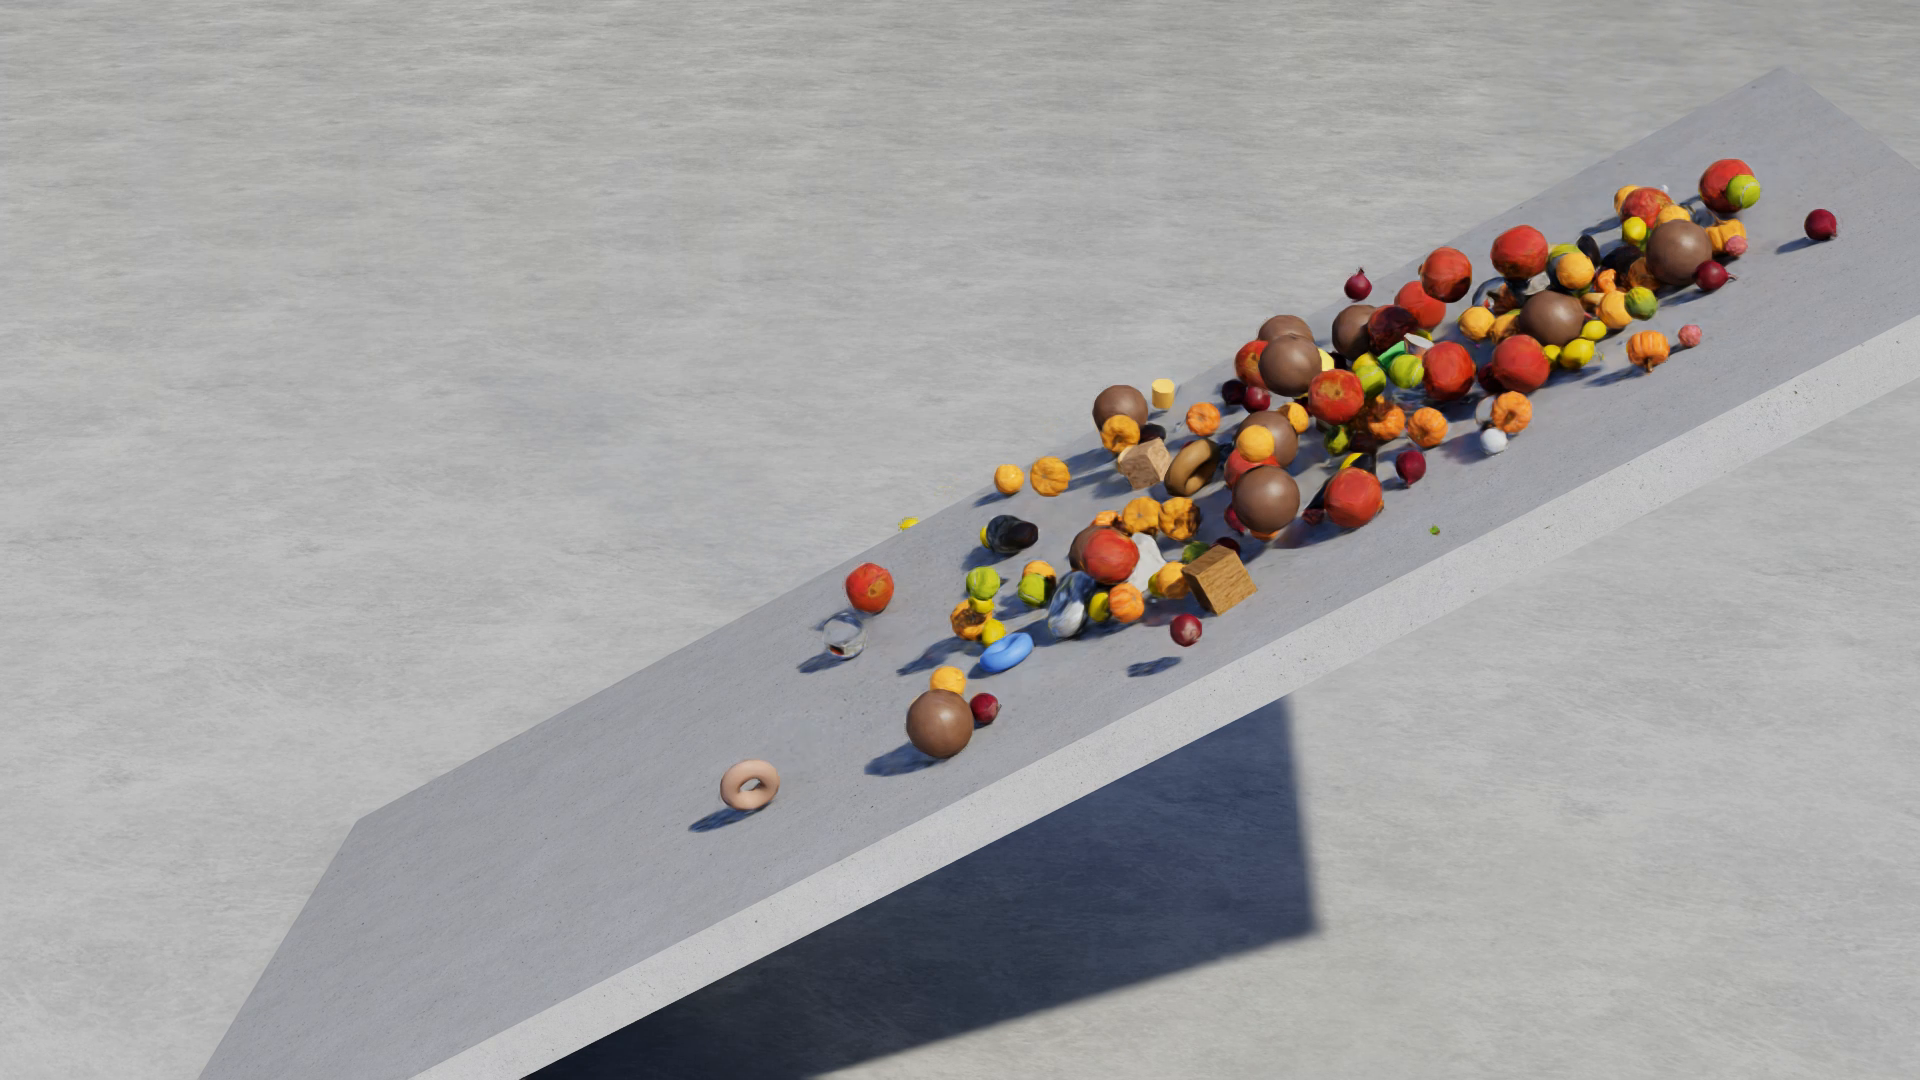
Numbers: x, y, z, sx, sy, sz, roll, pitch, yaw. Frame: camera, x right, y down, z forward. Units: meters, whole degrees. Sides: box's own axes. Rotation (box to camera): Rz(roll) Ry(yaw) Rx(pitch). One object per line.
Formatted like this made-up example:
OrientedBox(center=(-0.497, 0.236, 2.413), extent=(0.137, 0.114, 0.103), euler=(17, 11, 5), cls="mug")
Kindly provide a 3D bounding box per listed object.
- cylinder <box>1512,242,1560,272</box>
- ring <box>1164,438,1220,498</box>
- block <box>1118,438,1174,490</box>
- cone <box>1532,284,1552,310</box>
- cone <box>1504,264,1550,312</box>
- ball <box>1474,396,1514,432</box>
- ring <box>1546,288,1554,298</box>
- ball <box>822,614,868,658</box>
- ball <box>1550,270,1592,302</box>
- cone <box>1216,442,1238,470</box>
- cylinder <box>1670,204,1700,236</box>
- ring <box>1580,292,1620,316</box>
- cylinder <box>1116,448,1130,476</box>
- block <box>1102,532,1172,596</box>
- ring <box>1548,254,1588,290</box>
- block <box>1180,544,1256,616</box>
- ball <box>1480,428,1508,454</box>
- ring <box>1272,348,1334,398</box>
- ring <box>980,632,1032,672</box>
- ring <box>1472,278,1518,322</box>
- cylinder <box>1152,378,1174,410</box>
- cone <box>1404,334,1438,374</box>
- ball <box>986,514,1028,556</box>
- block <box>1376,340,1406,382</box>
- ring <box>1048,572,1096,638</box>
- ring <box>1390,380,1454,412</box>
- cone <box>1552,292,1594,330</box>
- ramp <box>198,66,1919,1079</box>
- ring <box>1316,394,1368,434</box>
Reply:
OrientedBox(center=(1.199, -0.578, 6.127), extent=(0.082, 0.082, 0.082), euler=(-2, 18, -2), cls="cylinder")
OrientedBox(center=(0.492, -0.152, 6.226), extent=(0.049, 0.146, 0.146), euler=(43, 39, 24), cls="ring")
OrientedBox(center=(0.415, -0.168, 6.510), extent=(0.076, 0.076, 0.076), euler=(-19, 18, 38), cls="block")
OrientedBox(center=(1.187, -0.499, 6.049), extent=(0.071, 0.071, 0.071), euler=(1, -26, 1), cls="cone")
OrientedBox(center=(1.156, -0.498, 6.014), extent=(0.093, 0.093, 0.093), euler=(-2, 46, 3), cls="cone")
OrientedBox(center=(1.008, -0.235, 5.547), extent=(0.075, 0.075, 0.075), euler=(0, 18, 0), cls="ball")
OrientedBox(center=(1.247, -0.543, 6.188), extent=(0.103, 0.034, 0.103), euler=(-29, 17, 10), cls="ring")
OrientedBox(center=(-0.255, 0.213, 6.522), extent=(0.100, 0.100, 0.100), euler=(0, 18, 0), cls="ball")
OrientedBox(center=(1.244, -0.525, 5.983), extent=(0.084, 0.084, 0.084), euler=(0, 18, 0), cls="ball")
OrientedBox(center=(0.567, -0.173, 6.328), extent=(0.055, 0.055, 0.055), euler=(7, 59, 19), cls="cone")
OrientedBox(center=(1.489, -0.656, 6.041), extent=(0.054, 0.054, 0.054), euler=(2, 21, 6), cls="cylinder")
OrientedBox(center=(1.261, -0.465, 5.796), extent=(0.081, 0.027, 0.081), euler=(11, -12, 2), cls="ring")
OrientedBox(center=(0.380, -0.175, 6.593), extent=(0.055, 0.055, 0.055), euler=(-1, -11, -4), cls="cylinder")
OrientedBox(center=(0.354, 0.047, 5.876), extent=(0.086, 0.086, 0.086), euler=(-32, 13, -11), cls="block")
OrientedBox(center=(1.198, -0.528, 5.801), extent=(0.077, 0.077, 0.026), euler=(3, 22, 9), cls="ring")
OrientedBox(center=(0.485, 0.075, 5.521), extent=(0.090, 0.090, 0.090), euler=(-33, 14, -9), cls="block")
OrientedBox(center=(0.990, -0.184, 5.458), extent=(0.051, 0.051, 0.051), euler=(0, 18, 0), cls="ball")
OrientedBox(center=(0.733, -0.358, 6.279), extent=(0.138, 0.046, 0.138), euler=(-16, 41, 14), cls="ring")
OrientedBox(center=(0.093, 0.226, 5.905), extent=(0.116, 0.039, 0.116), euler=(-28, 15, 8), cls="ring")
OrientedBox(center=(1.125, -0.501, 6.161), extent=(0.112, 0.112, 0.037), euler=(-8, 49, -23), cls="ring")
OrientedBox(center=(0.479, -0.345, 6.935), extent=(0.052, 0.052, 0.052), euler=(1, 48, -1), cls="cylinder")
OrientedBox(center=(0.941, -0.375, 6.094), extent=(0.078, 0.078, 0.078), euler=(18, 21, -7), cls="cone")
OrientedBox(center=(0.104, -0.011, 6.573), extent=(0.093, 0.093, 0.093), euler=(0, 18, 0), cls="ball")
OrientedBox(center=(0.920, -0.377, 6.192), extent=(0.061, 0.061, 0.061), euler=(-35, -2, 4), cls="block")
OrientedBox(center=(0.222, 0.129, 5.849), extent=(0.048, 0.145, 0.145), euler=(25, 12, -17), cls="ring")
OrientedBox(center=(0.927, -0.289, 5.906), extent=(0.131, 0.044, 0.131), euler=(-12, 13, 3), cls="ring")
OrientedBox(center=(1.230, -0.449, 5.879), extent=(0.077, 0.077, 0.077), euler=(16, 23, 19), cls="cone")
OrientedBox(center=(0.142, 0.168, 6.284), extent=(4.000, 0.100, 2.000), euler=(-28, 15, 12), cls="ramp")
OrientedBox(center=(0.798, -0.264, 6.139), extent=(0.121, 0.040, 0.121), euler=(-29, 16, 9), cls="ring")
